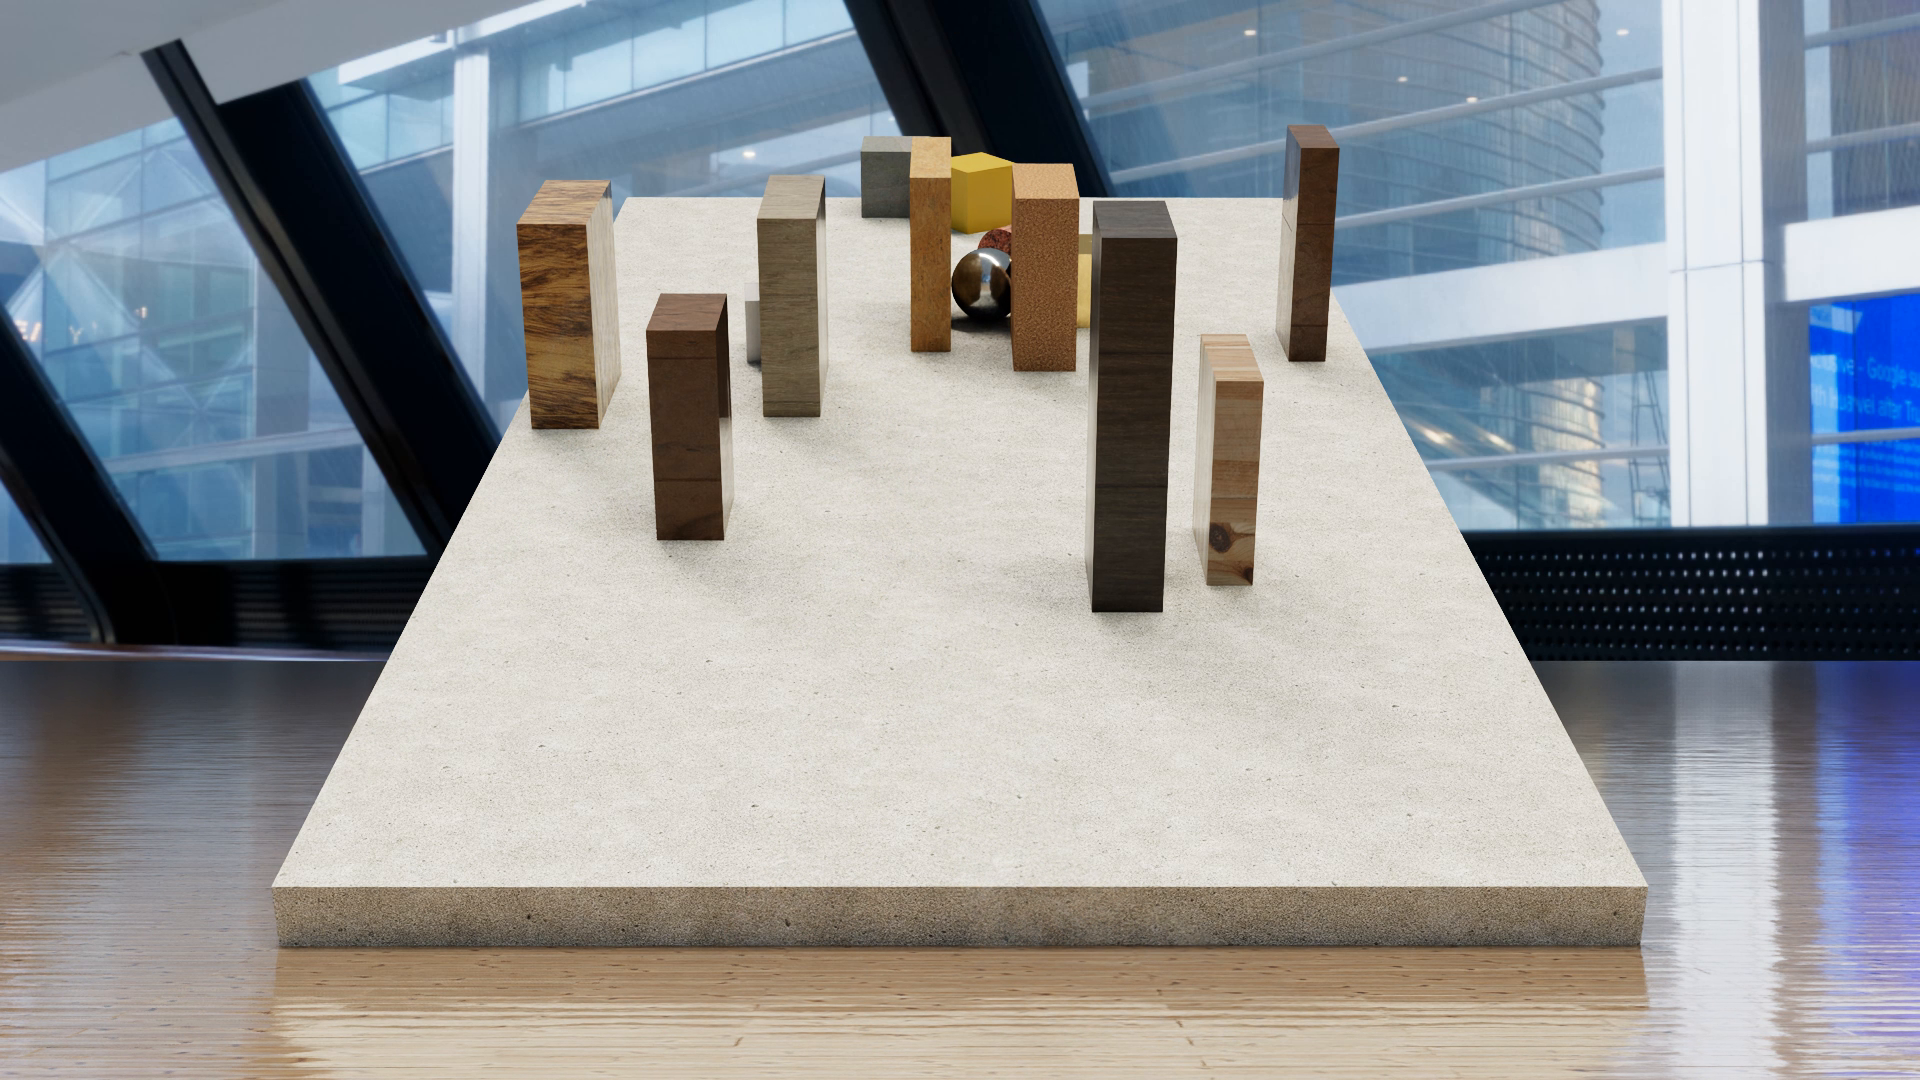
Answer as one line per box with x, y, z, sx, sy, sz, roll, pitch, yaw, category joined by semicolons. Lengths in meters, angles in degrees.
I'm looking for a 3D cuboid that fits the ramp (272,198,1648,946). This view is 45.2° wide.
-0.007;-0.224;5.215;2.000;0.100;4.000;0;23;0;ramp

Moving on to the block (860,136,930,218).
-0.190;-1.081;6.870;0.199;0.199;0.199;0;23;0;block

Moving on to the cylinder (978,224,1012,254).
0.175;-0.746;6.088;0.187;0.187;0.187;-3;14;46;cylinder

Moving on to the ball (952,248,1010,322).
0.070;-0.649;5.857;0.186;0.186;0.186;0;-3;0;ball

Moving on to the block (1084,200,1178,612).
0.307;-0.242;4.216;0.131;0.707;0.256;0;23;0;block

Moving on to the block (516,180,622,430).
-0.878;-0.538;5.223;0.150;0.468;0.390;0;23;0;block

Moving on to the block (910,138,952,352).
-0.072;-0.743;5.762;0.098;0.434;0.425;0;23;0;block

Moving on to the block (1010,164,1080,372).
0.202;-0.663;5.587;0.149;0.422;0.340;0;23;0;block

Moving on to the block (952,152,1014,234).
0.043;-1.012;6.728;0.181;0.181;0.181;-15;27;-33;block

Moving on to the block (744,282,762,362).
-0.444;-0.531;5.615;0.155;0.155;0.155;-2;23;-5;block

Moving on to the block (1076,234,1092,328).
0.261;-0.661;5.878;0.192;0.192;0.192;0;23;-1;block

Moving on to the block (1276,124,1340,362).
0.839;-0.720;5.595;0.090;0.523;0.245;0;23;0;block

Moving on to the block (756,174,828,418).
-0.380;-0.565;5.303;0.129;0.460;0.394;0;23;0;block

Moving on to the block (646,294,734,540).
-0.531;-0.246;4.575;0.133;0.432;0.244;0;23;0;block

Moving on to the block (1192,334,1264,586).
0.508;-0.156;4.400;0.087;0.406;0.282;0;23;0;block
